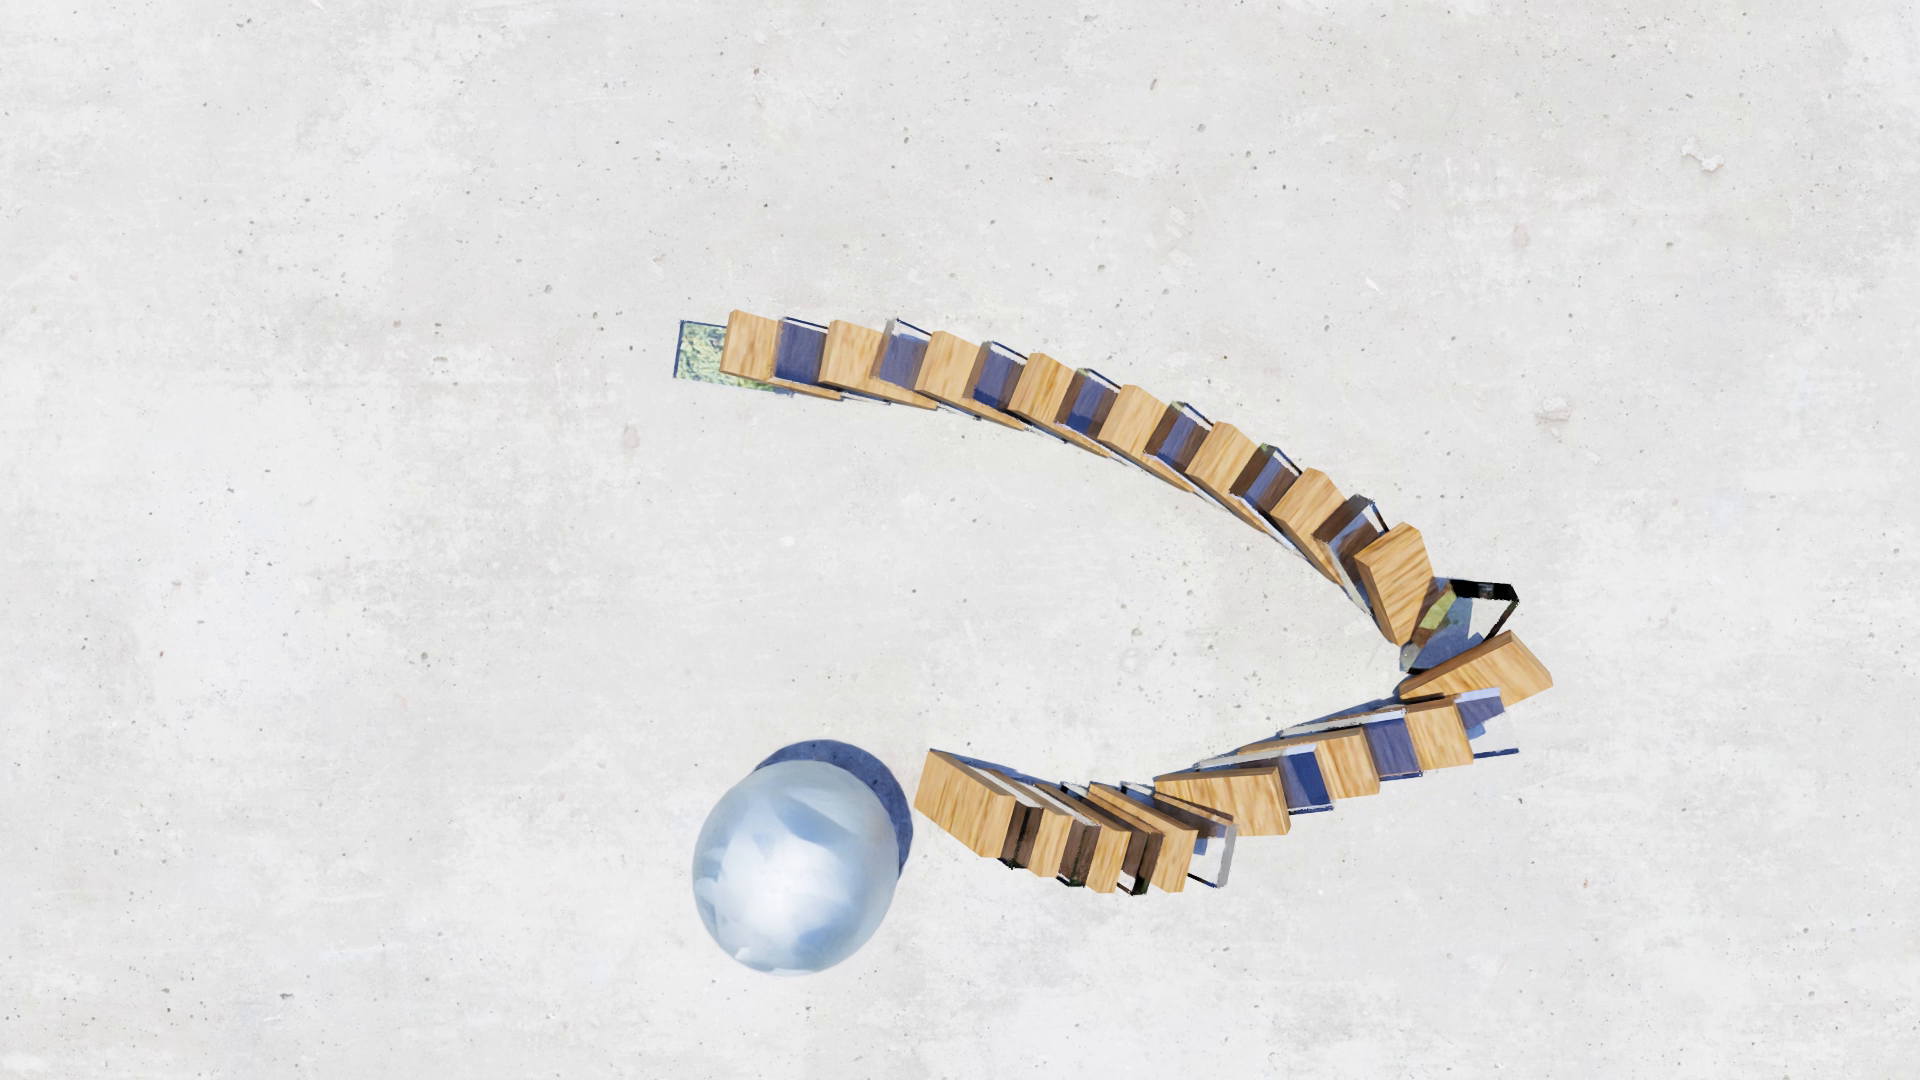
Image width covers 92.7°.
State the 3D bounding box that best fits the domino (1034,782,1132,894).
[{"bbox_3d":[0.046,0.122,0.377,0.009,0.050,0.025,16,90,-36],"label":"domino"}]

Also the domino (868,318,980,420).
[{"bbox_3d":[-0.011,-0.071,0.384,0.050,0.009,0.025,18,90,-29],"label":"domino"}]

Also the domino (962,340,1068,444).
[{"bbox_3d":[0.027,-0.062,0.384,0.050,0.010,0.025,20,90,-29],"label":"domino"}]

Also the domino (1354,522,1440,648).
[{"bbox_3d":[0.184,0.019,0.383,0.025,0.010,0.050,-35,121,-1],"label":"domino"}]

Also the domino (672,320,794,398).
[{"bbox_3d":[-0.096,-0.078,0.395,0.050,0.010,0.025,8,90,0],"label":"domino"}]

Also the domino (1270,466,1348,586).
[{"bbox_3d":[0.153,-0.005,0.383,0.050,0.009,0.025,39,90,-30],"label":"domino"}]

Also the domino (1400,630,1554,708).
[{"bbox_3d":[0.213,0.060,0.381,0.025,0.010,0.050,46,126,-3],"label":"domino"}]

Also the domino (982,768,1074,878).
[{"bbox_3d":[0.023,0.115,0.377,0.010,0.050,0.025,16,90,-36],"label":"domino"}]

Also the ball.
[{"bbox_3d":[-0.064,0.127,0.360,0.080,0.080,0.080,0,90,0],"label":"ball"}]

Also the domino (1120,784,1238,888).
[{"bbox_3d":[0.088,0.121,0.379,0.050,0.010,0.025,11,90,44],"label":"domino"}]

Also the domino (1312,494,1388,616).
[{"bbox_3d":[0.169,0.007,0.383,0.025,0.009,0.050,-44,122,0],"label":"domino"}]

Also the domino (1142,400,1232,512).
[{"bbox_3d":[0.102,-0.035,0.384,0.050,0.010,0.025,30,90,-30],"label":"domino"}]

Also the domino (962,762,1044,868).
[{"bbox_3d":[0.012,0.112,0.377,0.010,0.050,0.025,16,90,-36],"label":"domino"}]

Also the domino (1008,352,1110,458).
[{"bbox_3d":[0.046,-0.056,0.384,0.050,0.009,0.025,22,90,-29],"label":"domino"}]

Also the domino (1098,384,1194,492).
[{"bbox_3d":[0.083,-0.042,0.384,0.050,0.009,0.025,26,90,-30],"label":"domino"}]

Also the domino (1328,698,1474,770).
[{"bbox_3d":[0.183,0.084,0.382,0.050,0.009,0.025,-19,93,32],"label":"domino"}]

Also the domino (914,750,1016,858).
[{"bbox_3d":[0.001,0.108,0.377,0.010,0.050,0.025,16,90,-36],"label":"domino"}]

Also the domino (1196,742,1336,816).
[{"bbox_3d":[0.127,0.102,0.383,0.050,0.009,0.025,-18,90,31],"label":"domino"}]

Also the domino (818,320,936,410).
[{"bbox_3d":[-0.032,-0.073,0.384,0.050,0.009,0.025,11,90,-28],"label":"domino"}]

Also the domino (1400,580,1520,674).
[{"bbox_3d":[0.205,0.037,0.379,0.025,0.050,0.010,4,45,0],"label":"domino"}]

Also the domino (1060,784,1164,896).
[{"bbox_3d":[0.059,0.122,0.377,0.010,0.050,0.025,16,90,-37],"label":"domino"}]

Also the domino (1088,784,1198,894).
[{"bbox_3d":[0.072,0.122,0.378,0.009,0.050,0.025,14,90,-39],"label":"domino"}]

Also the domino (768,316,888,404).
[{"bbox_3d":[-0.053,-0.075,0.384,0.050,0.009,0.025,9,90,-28],"label":"domino"}]

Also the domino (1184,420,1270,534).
[{"bbox_3d":[0.119,-0.026,0.383,0.050,0.009,0.025,32,90,-30],"label":"domino"}]

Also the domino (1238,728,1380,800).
[{"bbox_3d":[0.145,0.096,0.383,0.050,0.010,0.025,-18,90,31],"label":"domino"}]

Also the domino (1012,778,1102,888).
[{"bbox_3d":[0.035,0.119,0.377,0.009,0.050,0.025,16,90,-36],"label":"domino"}]

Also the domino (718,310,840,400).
[{"bbox_3d":[-0.073,-0.077,0.384,0.050,0.009,0.025,11,89,-28],"label":"domino"}]

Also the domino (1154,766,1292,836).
[{"bbox_3d":[0.109,0.110,0.383,0.050,0.009,0.025,-14,90,31],"label":"domino"}]

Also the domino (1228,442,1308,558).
[{"bbox_3d":[0.136,-0.016,0.383,0.050,0.009,0.025,35,90,-30],"label":"domino"}]

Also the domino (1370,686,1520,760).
[{"bbox_3d":[0.201,0.079,0.382,0.050,0.009,0.025,-19,94,32],"label":"domino"}]

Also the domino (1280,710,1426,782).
[{"bbox_3d":[0.163,0.088,0.383,0.050,0.009,0.025,-18,90,32],"label":"domino"}]

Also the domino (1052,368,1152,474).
[{"bbox_3d":[0.065,-0.050,0.384,0.050,0.009,0.025,24,90,-30],"label":"domino"}]

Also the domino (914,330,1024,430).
[{"bbox_3d":[0.008,-0.066,0.384,0.050,0.010,0.025,18,90,-29],"label":"domino"}]
